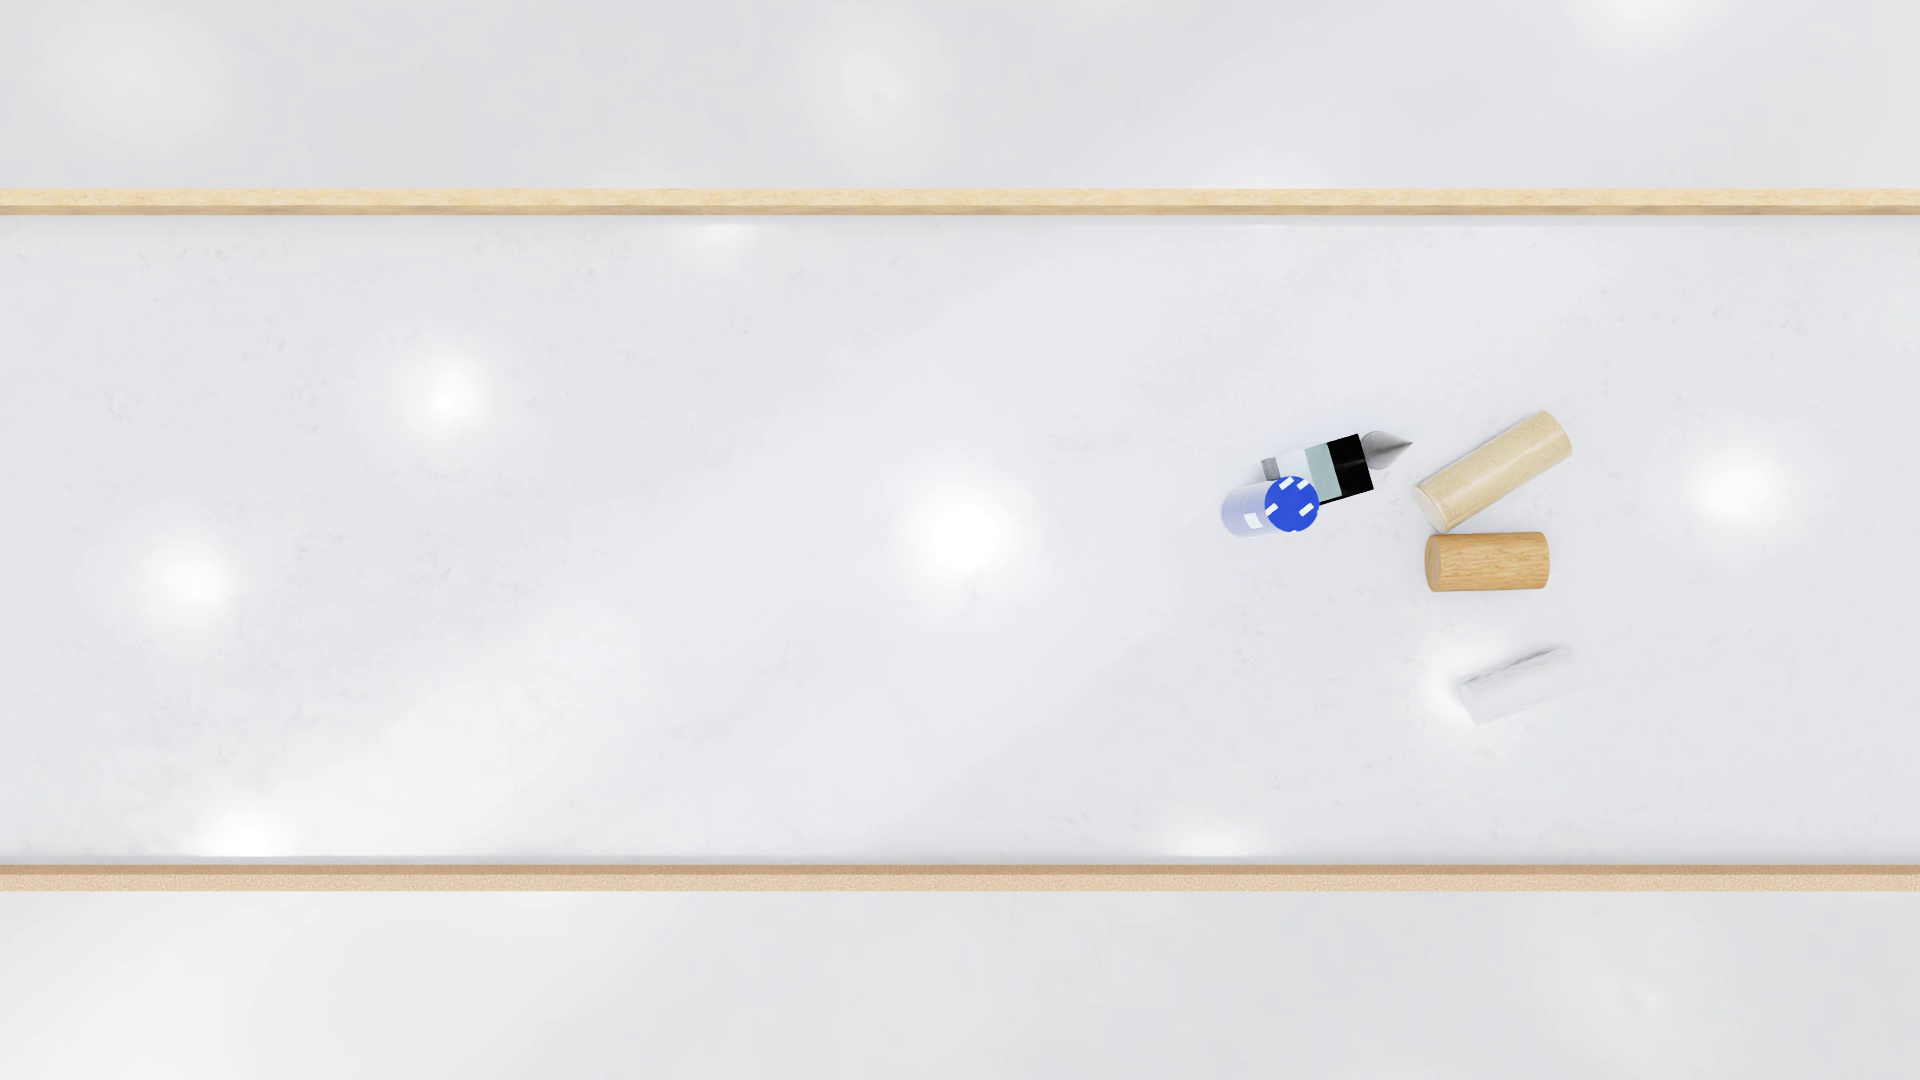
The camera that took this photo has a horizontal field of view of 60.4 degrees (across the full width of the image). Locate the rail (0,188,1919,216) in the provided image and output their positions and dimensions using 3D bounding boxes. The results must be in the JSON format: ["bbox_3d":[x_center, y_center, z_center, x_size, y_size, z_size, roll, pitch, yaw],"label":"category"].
[{"bbox_3d":[-2.247,-1.025,5.002,12.000,0.150,0.050,0,90,0],"label":"rail"}]

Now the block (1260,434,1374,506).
[{"bbox_3d":[1.049,-0.193,4.868,0.167,0.400,0.167,-16,90,-7],"label":"block"}]

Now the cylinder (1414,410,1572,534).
[{"bbox_3d":[1.612,-0.206,4.994,0.446,0.166,0.166,-31,90,0],"label":"cylinder"}]

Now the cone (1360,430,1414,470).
[{"bbox_3d":[1.285,-0.276,4.872,0.121,0.409,0.121,0,90,0],"label":"cone"}]

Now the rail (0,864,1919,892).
[{"bbox_3d":[-2.247,1.025,5.001,12.000,0.150,0.050,0,90,0],"label":"rail"}]

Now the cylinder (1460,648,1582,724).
[{"bbox_3d":[1.704,0.444,5.012,0.326,0.130,0.130,-20,90,0],"label":"cylinder"}]

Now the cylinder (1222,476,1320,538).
[{"bbox_3d":[0.908,-0.092,4.854,0.160,0.427,0.160,0,88,-7],"label":"cylinder"}]

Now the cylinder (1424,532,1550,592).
[{"bbox_3d":[1.592,0.066,4.989,0.324,0.175,0.175,-2,90,0],"label":"cylinder"}]
